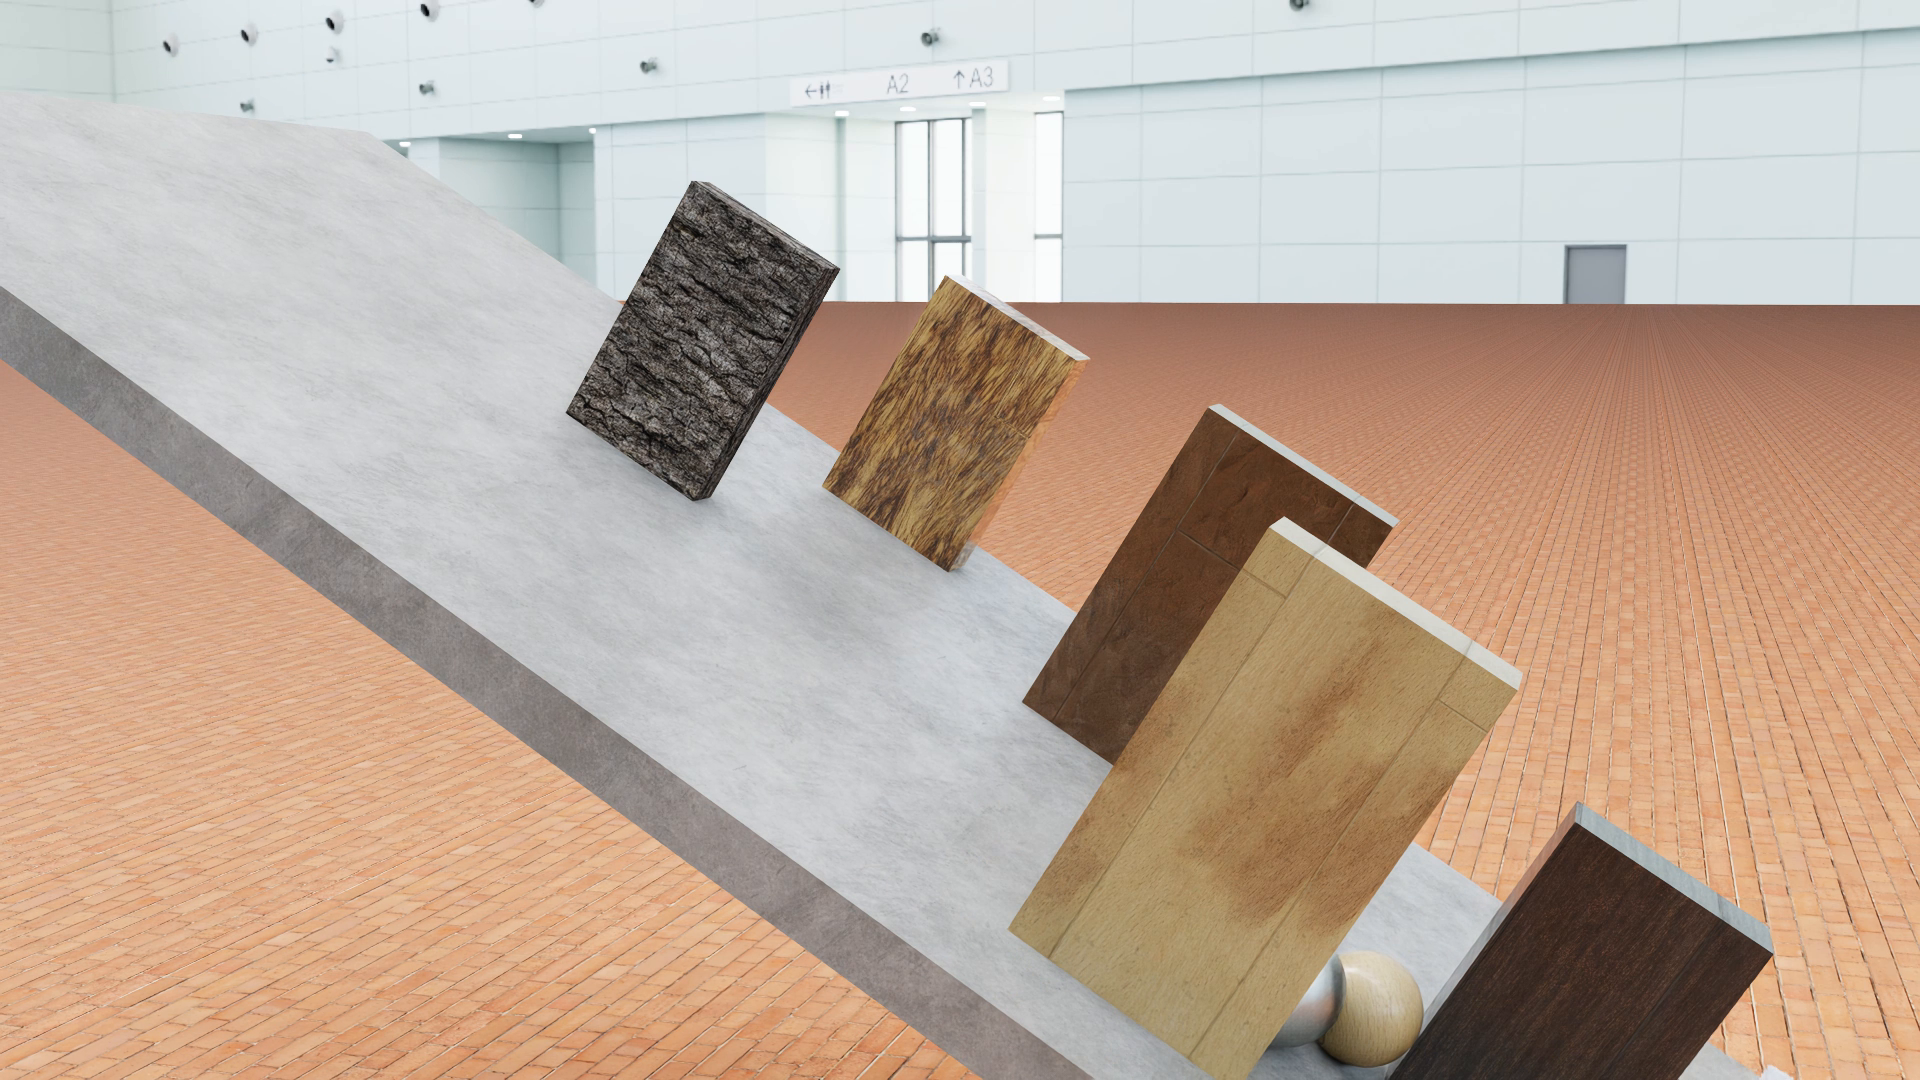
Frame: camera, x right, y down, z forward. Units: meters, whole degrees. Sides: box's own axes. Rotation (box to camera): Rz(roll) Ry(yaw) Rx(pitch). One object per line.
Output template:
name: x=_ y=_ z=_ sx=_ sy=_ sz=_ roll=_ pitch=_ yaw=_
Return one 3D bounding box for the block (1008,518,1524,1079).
block: x=0.440 y=0.387 z=3.226 sx=0.409 sy=0.728 sz=0.141 roll=34 pitch=15 yaw=11

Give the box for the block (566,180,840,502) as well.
block: x=-0.501 y=-0.384 z=4.263 sx=0.317 sy=0.526 sz=0.086 roll=34 pitch=15 yaw=11

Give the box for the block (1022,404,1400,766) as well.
block: x=0.472 y=0.139 z=4.191 sx=0.406 sy=0.679 sz=0.119 roll=34 pitch=15 yaw=11

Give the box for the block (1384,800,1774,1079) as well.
block: x=0.973 y=0.744 z=3.489 sx=0.347 sy=0.540 sz=0.145 roll=34 pitch=15 yaw=11

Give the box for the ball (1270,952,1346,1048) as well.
ball: x=0.504 y=0.691 z=3.418 sx=0.192 sy=0.192 sz=0.192 roll=0 pitch=7 yaw=0

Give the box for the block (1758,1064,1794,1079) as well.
block: x=1.587 y=1.132 z=4.215 sx=0.147 sy=0.147 sz=0.147 roll=32 pitch=15 yaw=1

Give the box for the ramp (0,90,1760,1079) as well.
ramp: x=-0.153 y=0.254 z=4.112 sx=4.000 sy=0.100 sz=2.000 roll=34 pitch=15 yaw=11

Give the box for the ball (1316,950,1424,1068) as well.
ball: x=0.649 y=0.751 z=3.523 sx=0.185 sy=0.185 sz=0.185 roll=0 pitch=7 yaw=0

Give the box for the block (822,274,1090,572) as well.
block: x=-0.011 y=-0.254 z=4.781 sx=0.342 sy=0.542 sz=0.122 roll=34 pitch=15 yaw=11
